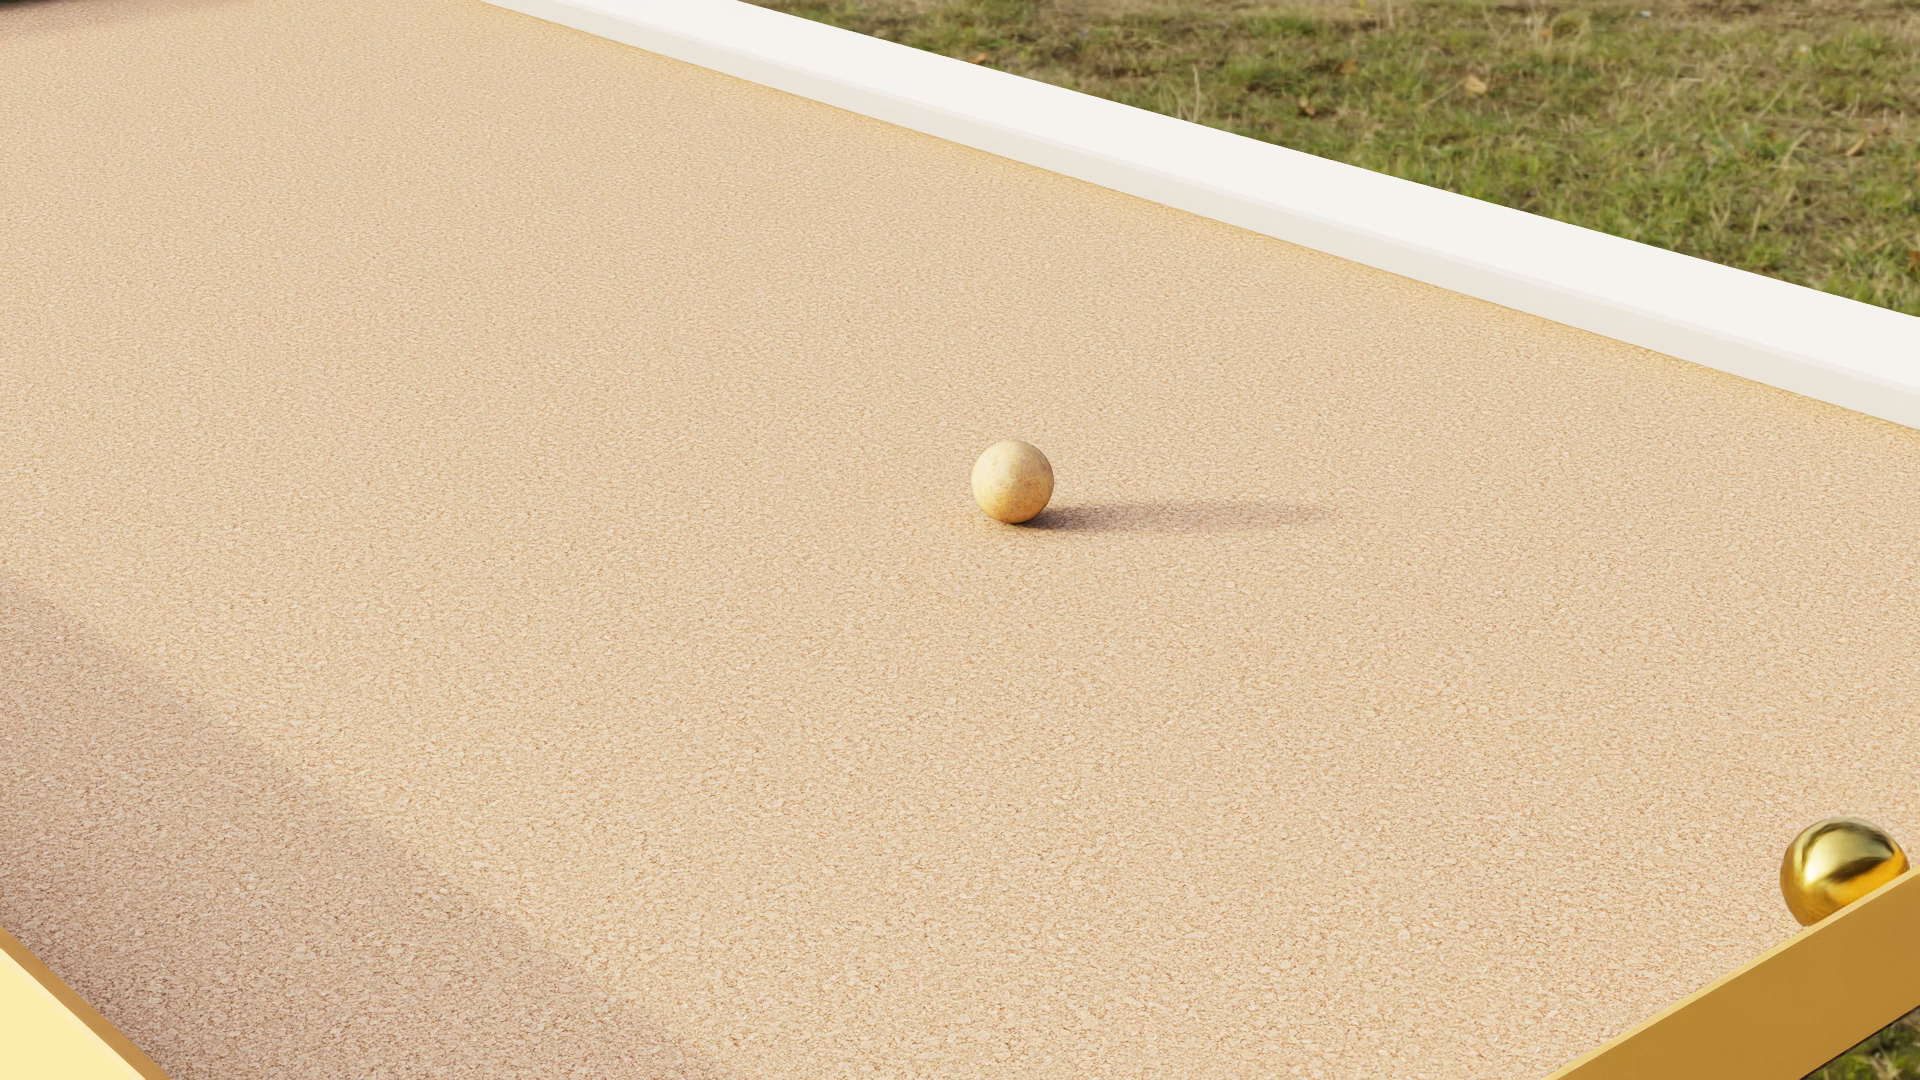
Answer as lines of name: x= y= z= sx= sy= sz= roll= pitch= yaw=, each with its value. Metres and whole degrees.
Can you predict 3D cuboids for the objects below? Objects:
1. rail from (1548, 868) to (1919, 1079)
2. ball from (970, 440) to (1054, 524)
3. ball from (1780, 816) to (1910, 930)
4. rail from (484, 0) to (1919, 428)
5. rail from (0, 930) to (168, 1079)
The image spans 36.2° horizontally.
rail: x=0.567 y=0.237 z=1.806 sx=1.845 sy=0.105 sz=0.045 roll=-18 pitch=29 yaw=-37
ball: x=0.045 y=-0.051 z=2.545 sx=0.072 sy=0.072 sz=0.072 roll=0 pitch=23 yaw=0
ball: x=0.568 y=0.218 z=1.886 sx=0.081 sy=0.081 sz=0.081 roll=0 pitch=23 yaw=0
rail: x=0.097 y=-0.497 z=3.577 sx=0.045 sy=0.105 sz=3.562 roll=-18 pitch=29 yaw=-37
rail: x=-1.262 y=-0.047 z=2.490 sx=0.045 sy=0.105 sz=3.562 roll=-18 pitch=29 yaw=-37
